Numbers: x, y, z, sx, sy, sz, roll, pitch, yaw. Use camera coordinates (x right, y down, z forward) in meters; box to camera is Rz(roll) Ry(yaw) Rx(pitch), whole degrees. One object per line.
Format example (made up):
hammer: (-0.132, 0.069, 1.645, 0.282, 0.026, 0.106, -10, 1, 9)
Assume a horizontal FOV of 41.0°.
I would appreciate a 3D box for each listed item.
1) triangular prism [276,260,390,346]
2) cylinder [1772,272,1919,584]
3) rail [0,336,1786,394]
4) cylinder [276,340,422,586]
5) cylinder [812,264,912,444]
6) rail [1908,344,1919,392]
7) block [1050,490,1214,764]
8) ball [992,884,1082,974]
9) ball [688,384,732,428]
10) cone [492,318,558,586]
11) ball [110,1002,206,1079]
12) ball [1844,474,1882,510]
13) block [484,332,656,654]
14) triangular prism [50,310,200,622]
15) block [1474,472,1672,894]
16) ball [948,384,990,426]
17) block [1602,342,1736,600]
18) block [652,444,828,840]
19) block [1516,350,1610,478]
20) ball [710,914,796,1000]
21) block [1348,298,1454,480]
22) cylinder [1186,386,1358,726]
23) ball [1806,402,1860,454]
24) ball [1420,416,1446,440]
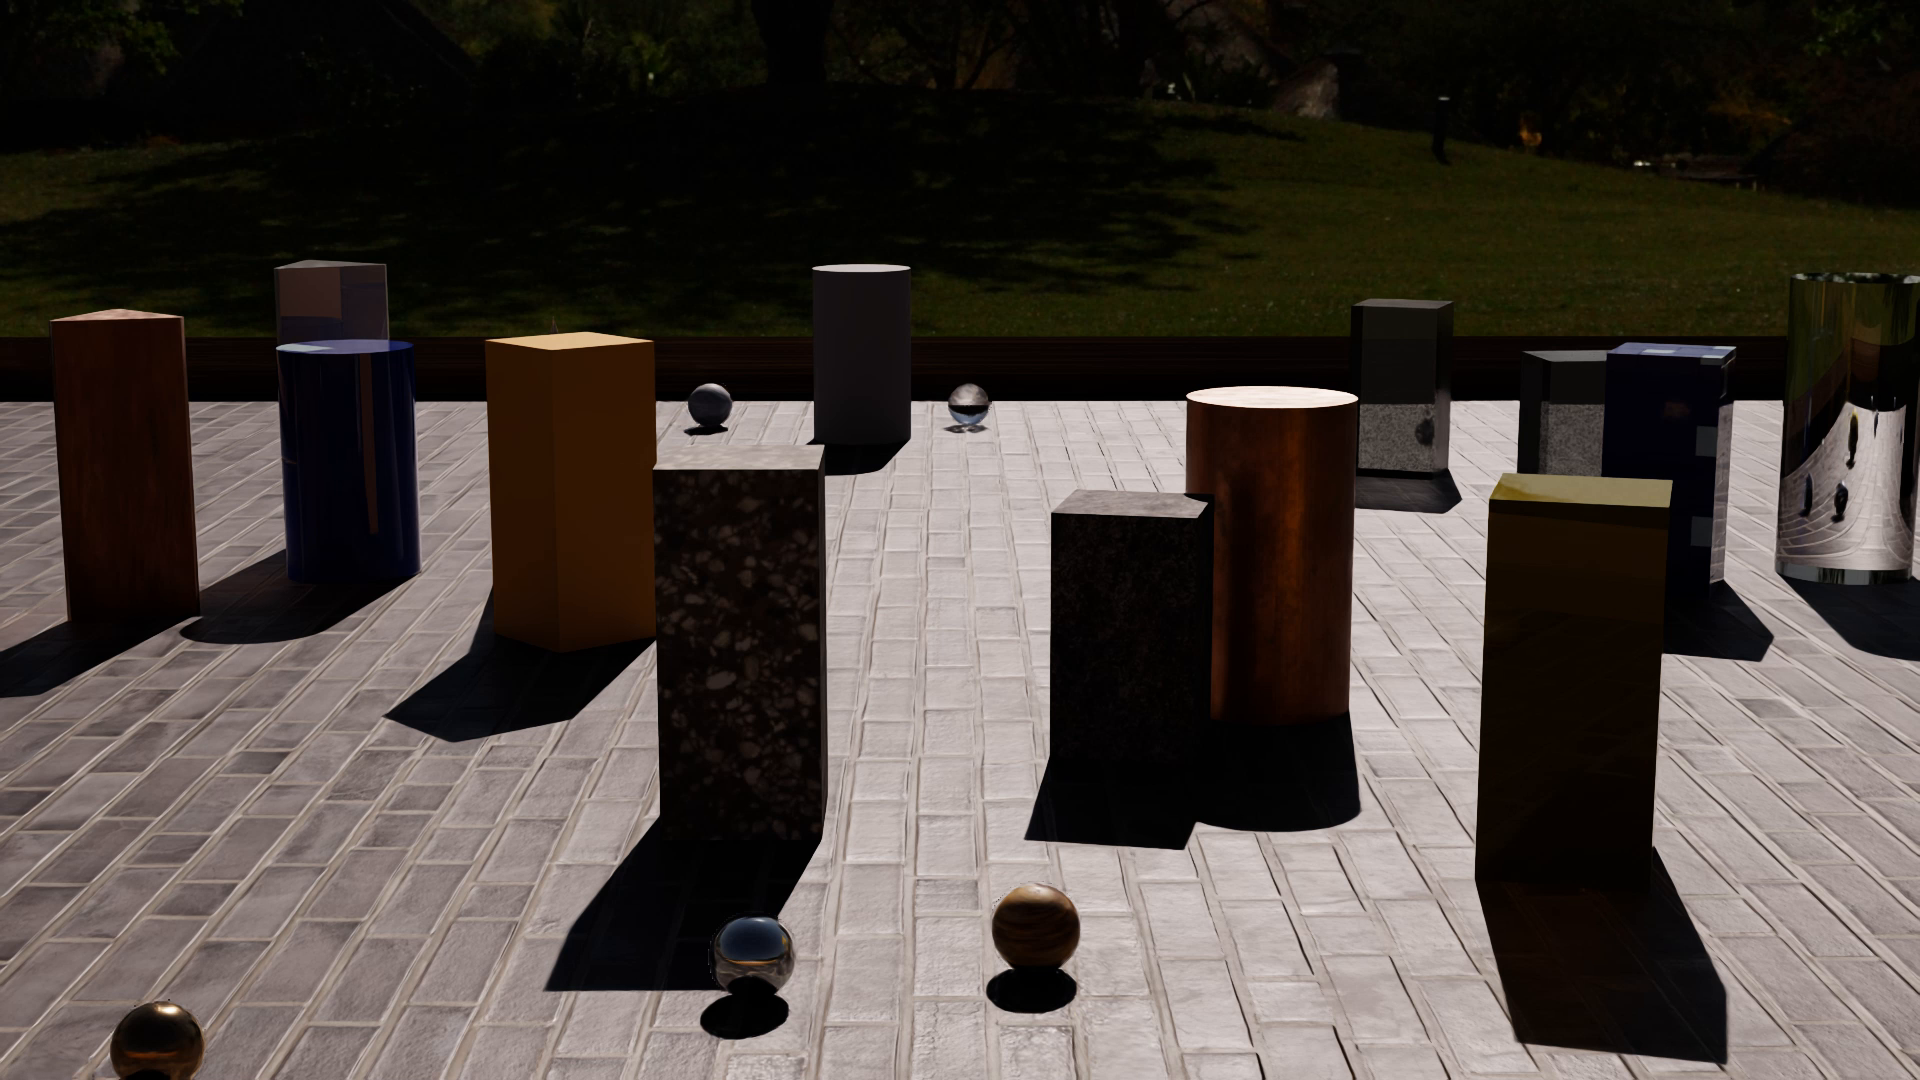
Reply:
triangular prism: (-0.971, -0.210, 3.931, 0.166, 0.426, 0.144, -5, 12, -27)
cylinder: (1.278, -0.163, 3.680, 0.191, 0.425, 0.191, 0, 11, 0)
rail: (-0.013, -0.387, 5.699, 4.322, 0.124, 0.045, 0, 11, 0)
cylinder: (-0.876, -0.114, 3.684, 0.191, 0.328, 0.191, 0, 11, 0)
cylinder: (-0.191, -0.365, 5.016, 0.191, 0.333, 0.191, 0, 11, 0)
rail: (2.137, 0.030, 3.461, 0.045, 0.124, 4.624, 0, 11, 0)
block: (0.186, 0.090, 2.762, 0.153, 0.263, 0.153, 2, 11, 12)
ball: (0.062, 0.315, 2.076, 0.072, 0.072, 0.072, 0, 11, 0)
ball: (-0.505, -0.273, 5.189, 0.089, 0.089, 0.089, 0, 11, 0)
cone: (-0.566, -0.125, 3.603, 0.191, 0.380, 0.191, 0, 11, 0)
ball: (-0.573, 0.363, 1.834, 0.066, 0.066, 0.066, 0, 11, 0)
ball: (1.489, -0.079, 4.232, 0.058, 0.058, 0.058, 0, 11, 0)
block: (-0.494, -0.065, 3.277, 0.153, 0.380, 0.153, -9, 14, -41)
triangular prism: (-1.121, -0.105, 3.445, 0.166, 0.397, 0.144, -3, 11, -18)
block: (0.560, 0.126, 2.338, 0.153, 0.348, 0.153, 3, 11, 16)
ball: (0.018, -0.275, 5.210, 0.085, 0.085, 0.085, 0, 11, 0)
block: (0.990, -0.101, 3.597, 0.153, 0.333, 0.153, 5, 11, 23)
block: (-0.209, 0.096, 2.478, 0.153, 0.356, 0.153, 0, 11, -1)
block: (1.029, -0.183, 4.272, 0.153, 0.248, 0.153, -1, 11, -6)
ball: (-0.162, 0.328, 2.019, 0.068, 0.068, 0.068, 0, 11, 0)
block: (0.790, -0.273, 4.601, 0.153, 0.304, 0.153, 4, 11, 21)
cylinder: (0.351, 0.014, 2.917, 0.191, 0.356, 0.191, 0, 11, 0)
ball: (1.648, -0.212, 4.842, 0.096, 0.096, 0.096, 0, 11, 0)
ball: (0.923, -0.219, 5.008, 0.049, 0.049, 0.049, 0, 11, 0)
